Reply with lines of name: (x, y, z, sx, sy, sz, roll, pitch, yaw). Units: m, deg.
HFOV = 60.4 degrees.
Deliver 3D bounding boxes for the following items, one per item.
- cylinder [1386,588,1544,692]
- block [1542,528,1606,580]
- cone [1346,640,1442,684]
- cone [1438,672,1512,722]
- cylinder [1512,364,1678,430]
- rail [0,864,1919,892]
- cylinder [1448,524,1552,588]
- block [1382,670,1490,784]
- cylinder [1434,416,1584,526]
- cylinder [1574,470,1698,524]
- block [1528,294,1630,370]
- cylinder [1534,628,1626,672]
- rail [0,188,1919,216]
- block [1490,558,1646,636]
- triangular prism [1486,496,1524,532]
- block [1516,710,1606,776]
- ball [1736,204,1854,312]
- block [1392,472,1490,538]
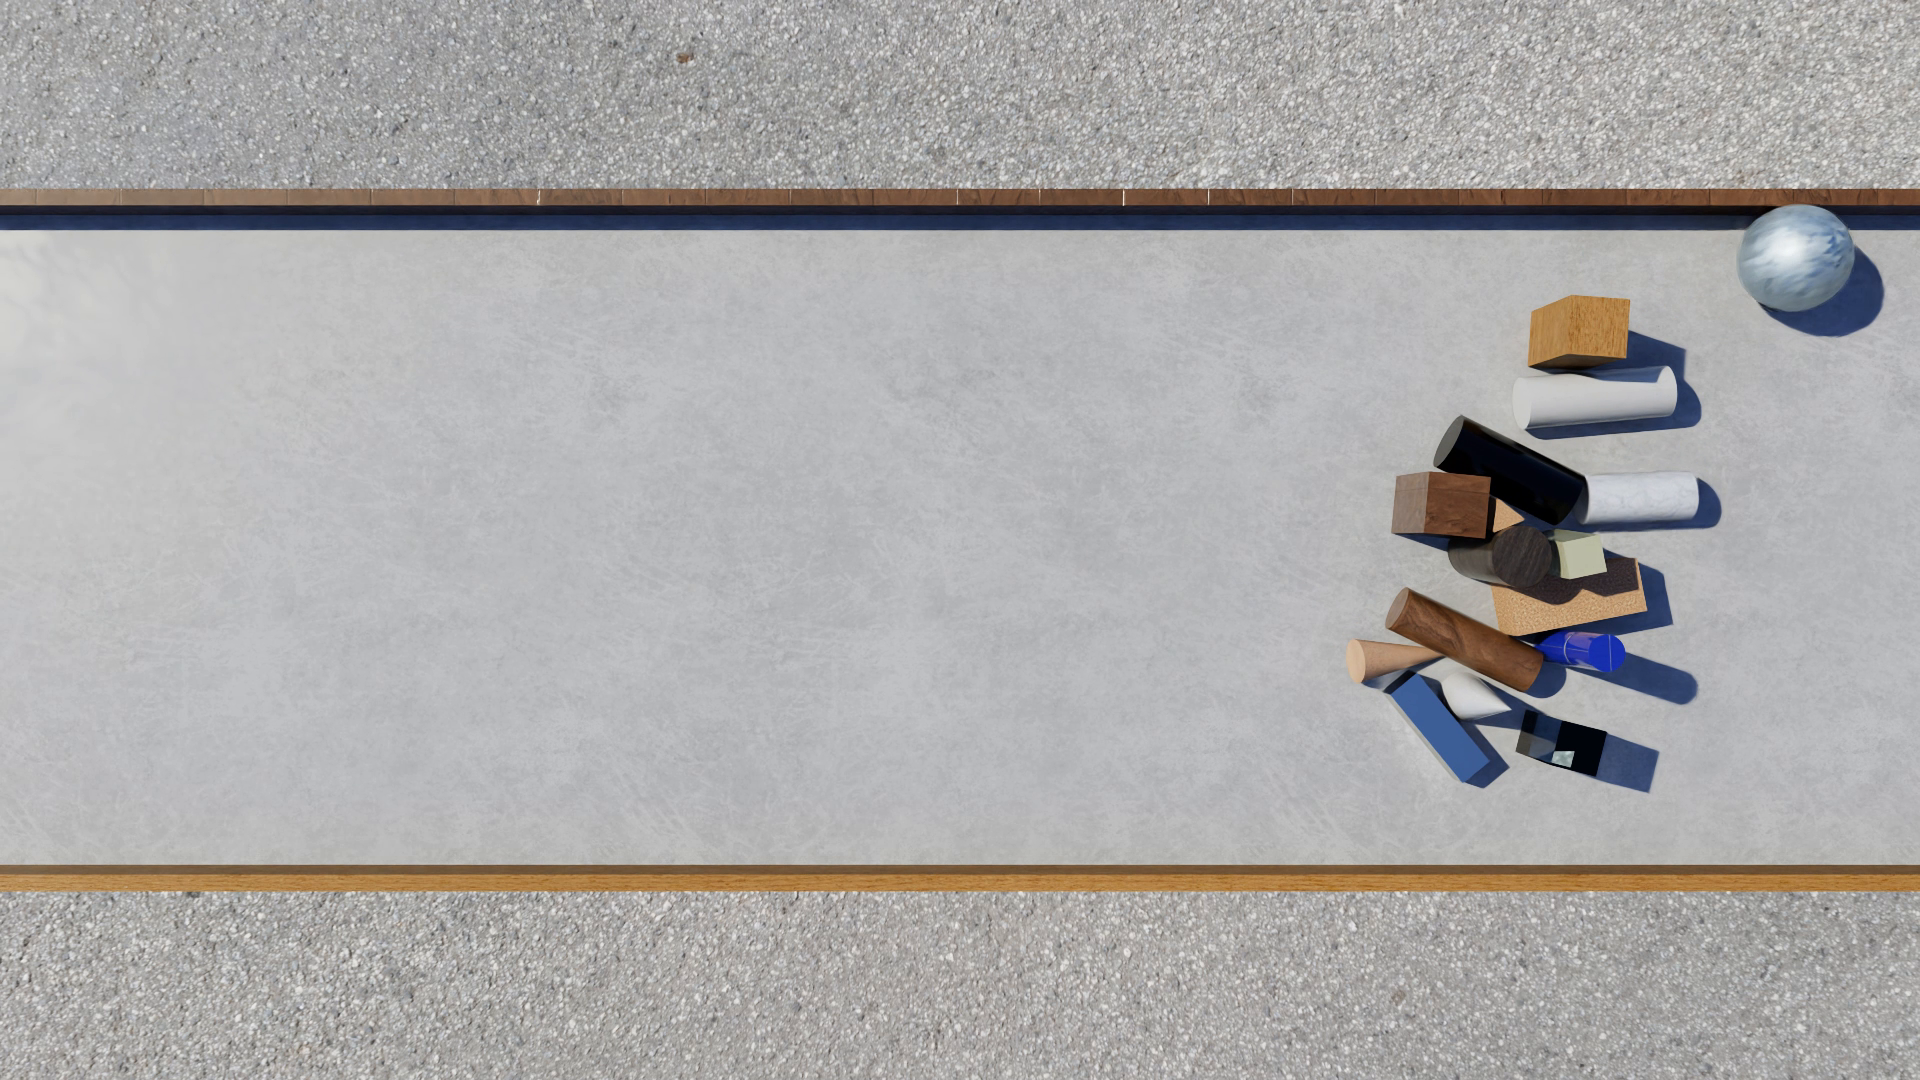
cylinder: (1.528, 0.303, 5.006, 0.450, 0.141, 0.141, 25, 90, 0)
block: (1.790, 0.039, 4.901, 0.108, 0.345, 0.108, -12, 93, 0)
cone: (1.369, 0.355, 5.043, 0.343, 0.135, 0.135, -4, 90, -11)
cone: (1.550, 0.481, 4.856, 0.156, 0.438, 0.156, 0, 89, -1)
cylinder: (1.920, -0.433, 4.998, 0.439, 0.157, 0.157, -5, 90, 0)
rail: (-2.247, 1.025, 5.001, 12.000, 0.150, 0.050, 0, 90, 0)
cylinder: (1.598, 0.038, 4.898, 0.178, 0.341, 0.178, 0, 93, -4)
block: (1.447, 0.567, 5.024, 0.105, 0.105, 0.346, -39, 90, 0)
cylinder: (1.657, -0.211, 4.989, 0.400, 0.176, 0.176, 26, 90, 0)
cylinder: (2.046, -0.131, 5.001, 0.321, 0.152, 0.152, -3, 90, 0)
block: (1.838, -0.613, 4.910, 0.170, 0.332, 0.170, 4, 90, 0)
cylinder: (1.819, 0.321, 4.861, 0.106, 0.430, 0.106, 0, 89, -1)
rail: (-2.247, -1.025, 5.002, 12.000, 0.150, 0.050, 0, 90, 0)
block: (1.840, 0.170, 4.996, 0.394, 0.160, 0.160, -11, 90, 0)
triangular prism: (1.573, -0.104, 4.906, 0.095, 0.325, 0.082, -23, 97, 6)
block: (1.791, 0.603, 4.924, 0.135, 0.306, 0.135, 14, 90, 0)
ball: (2.488, -0.841, 4.918, 0.316, 0.316, 0.316, 0, 90, 0)
block: (1.423, -0.101, 4.898, 0.177, 0.357, 0.177, 5, 90, 0)
